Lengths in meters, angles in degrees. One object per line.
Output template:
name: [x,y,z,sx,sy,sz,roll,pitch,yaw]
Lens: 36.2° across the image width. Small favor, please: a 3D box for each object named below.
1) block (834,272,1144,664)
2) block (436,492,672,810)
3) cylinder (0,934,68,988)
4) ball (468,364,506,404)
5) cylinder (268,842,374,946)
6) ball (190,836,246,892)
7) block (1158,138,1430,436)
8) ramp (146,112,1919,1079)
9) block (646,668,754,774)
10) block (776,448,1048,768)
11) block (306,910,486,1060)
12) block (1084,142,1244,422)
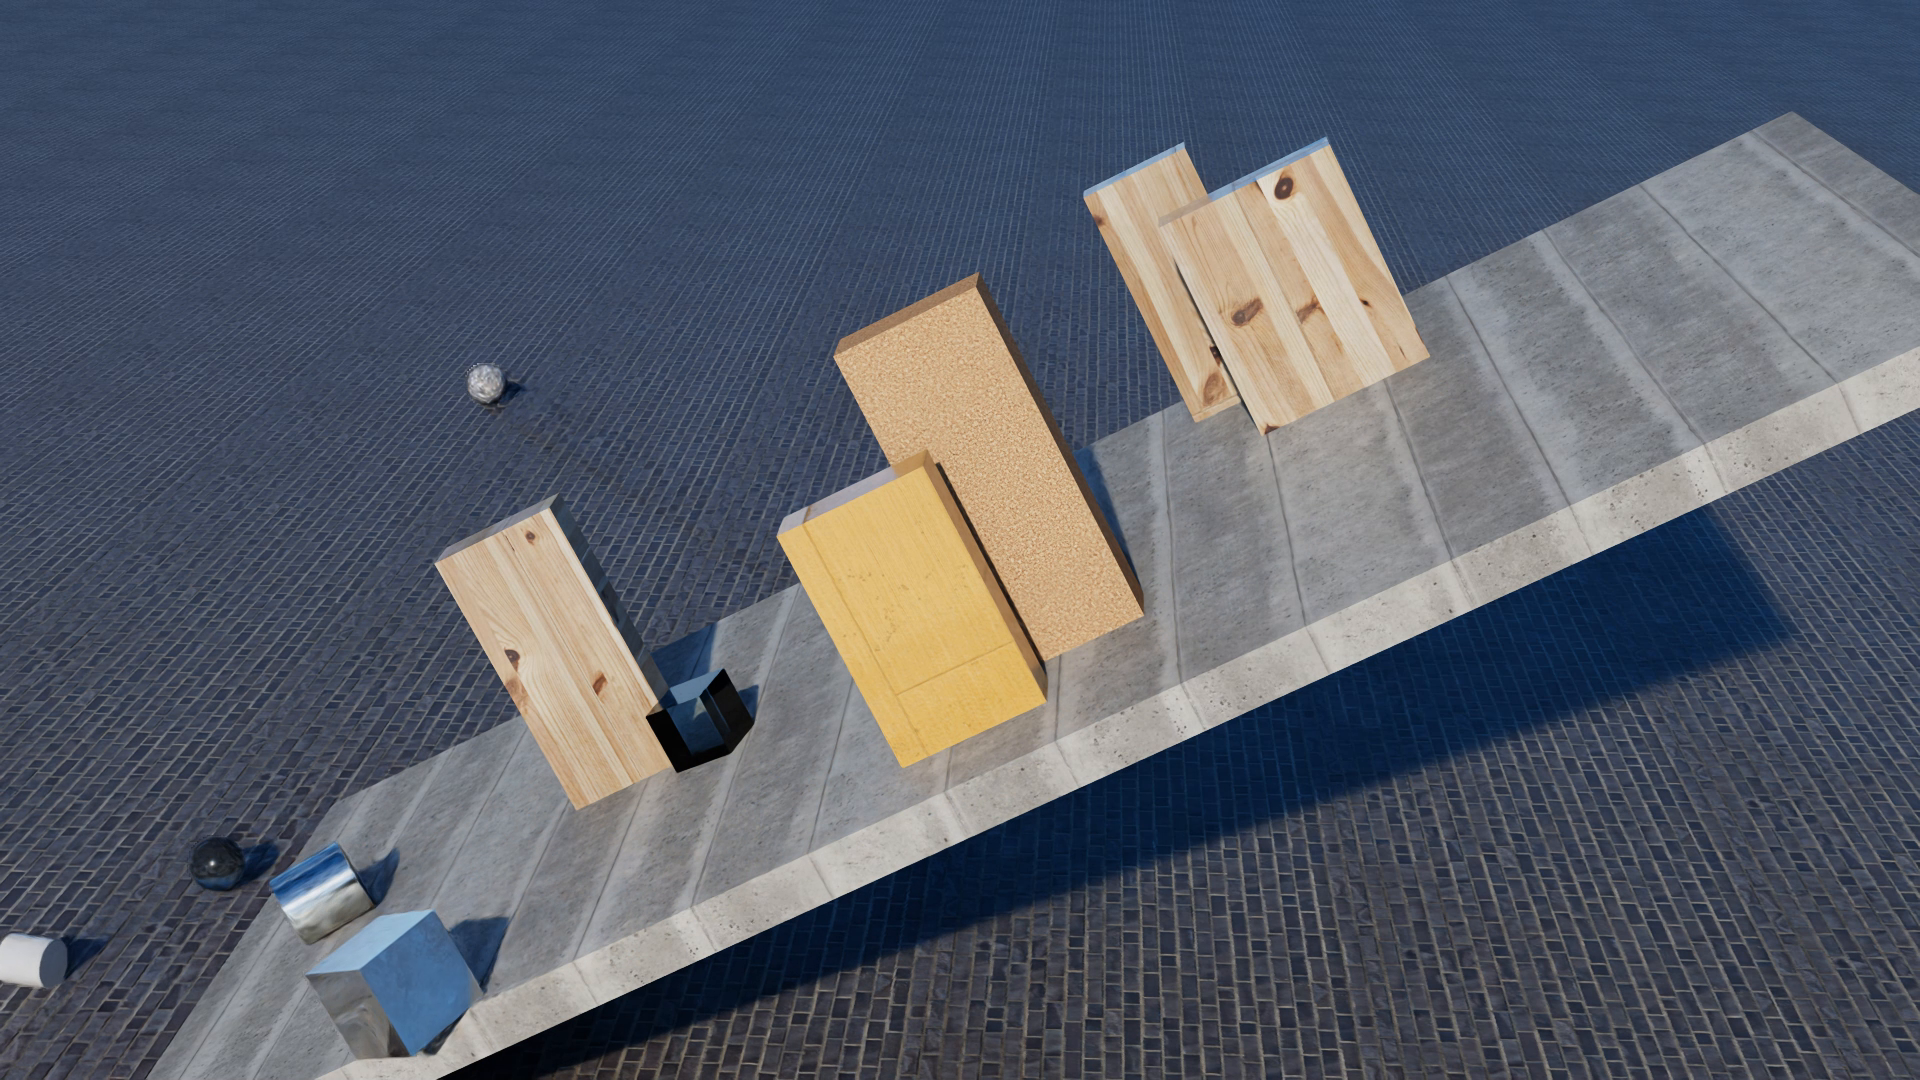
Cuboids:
block: [0.062,-0.122,5.732,0.305,0.726,0.147,-25,14,10]
block: [-0.848,0.243,6.361,0.282,0.625,0.119,-25,14,10]
cylinder: [-2.125,0.964,6.737,0.114,0.114,0.114,5,17,16]
ball: [-1.929,-0.634,11.994,0.160,0.160,0.160,0,17,0]
cylinder: [-1.398,0.775,6.448,0.167,0.167,0.167,-30,24,-11]
ball: [-1.830,0.799,7.250,0.134,0.134,0.134,0,17,0]
block: [0.733,-0.555,6.466,0.406,0.520,0.113,-25,14,10]
ramp: [0.139,0.168,6.281,4.000,0.100,2.000,-25,14,10]
block: [-0.556,0.386,6.303,0.143,0.143,0.143,-21,15,26]
block: [-0.086,0.131,5.546,0.306,0.511,0.124,-25,14,10]
block: [-1.059,0.834,5.517,0.194,0.194,0.194,-13,20,47]
block: [0.535,-0.597,6.845,0.258,0.594,0.092,-25,14,10]
